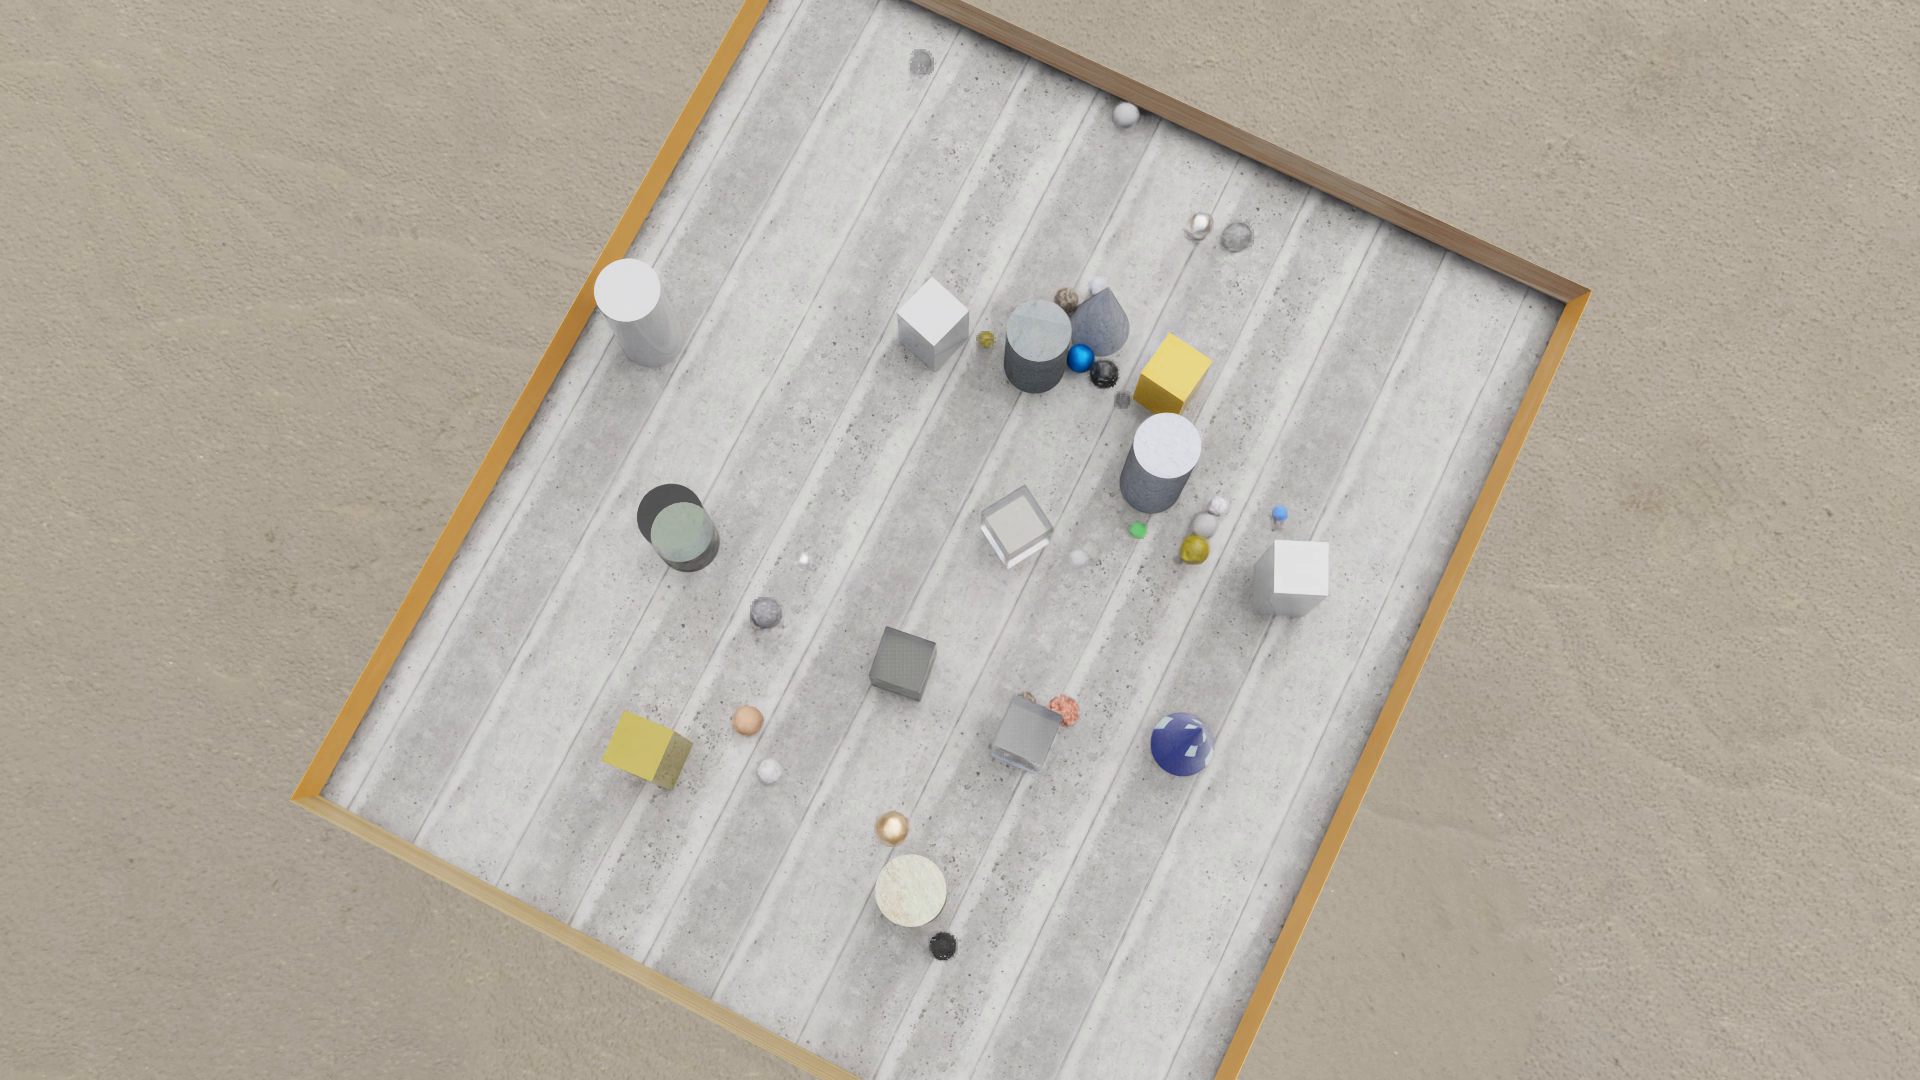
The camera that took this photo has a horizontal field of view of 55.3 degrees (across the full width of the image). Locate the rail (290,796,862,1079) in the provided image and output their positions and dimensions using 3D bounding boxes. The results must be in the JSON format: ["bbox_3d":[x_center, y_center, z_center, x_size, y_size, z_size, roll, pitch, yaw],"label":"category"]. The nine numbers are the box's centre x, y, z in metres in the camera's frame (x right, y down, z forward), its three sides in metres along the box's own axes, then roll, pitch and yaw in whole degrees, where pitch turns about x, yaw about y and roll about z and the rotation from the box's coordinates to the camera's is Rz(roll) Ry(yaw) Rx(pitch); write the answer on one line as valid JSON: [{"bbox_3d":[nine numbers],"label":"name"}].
[{"bbox_3d":[-0.692,1.362,5.270,2.792,0.125,0.045,26,80,5],"label":"rail"}]

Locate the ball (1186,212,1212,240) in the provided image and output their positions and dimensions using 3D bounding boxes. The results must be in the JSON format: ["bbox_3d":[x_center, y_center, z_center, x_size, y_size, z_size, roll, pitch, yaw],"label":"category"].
[{"bbox_3d":[0.755,-0.989,5.779,0.083,0.083,0.083,0,78,0],"label":"ball"}]

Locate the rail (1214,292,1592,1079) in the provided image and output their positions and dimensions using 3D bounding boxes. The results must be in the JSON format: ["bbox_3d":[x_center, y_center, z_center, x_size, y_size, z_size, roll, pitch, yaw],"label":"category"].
[{"bbox_3d":[1.228,0.608,5.426,0.045,0.125,3.141,26,80,5],"label":"rail"}]

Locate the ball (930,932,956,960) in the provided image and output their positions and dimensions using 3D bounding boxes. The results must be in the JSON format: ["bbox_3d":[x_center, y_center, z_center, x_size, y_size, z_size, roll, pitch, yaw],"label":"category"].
[{"bbox_3d":[-0.050,1.182,5.331,0.080,0.080,0.080,0,78,0],"label":"ball"}]

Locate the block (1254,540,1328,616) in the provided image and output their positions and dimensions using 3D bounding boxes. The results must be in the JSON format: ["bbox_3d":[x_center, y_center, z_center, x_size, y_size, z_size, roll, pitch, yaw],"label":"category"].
[{"bbox_3d":[0.973,0.116,5.403,0.154,0.372,0.154,3,78,1],"label":"block"}]

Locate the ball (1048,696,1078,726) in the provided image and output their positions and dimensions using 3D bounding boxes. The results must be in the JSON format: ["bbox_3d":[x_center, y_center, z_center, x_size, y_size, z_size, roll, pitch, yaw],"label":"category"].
[{"bbox_3d":[0.306,0.510,5.463,0.094,0.094,0.094,0,78,0],"label":"ball"}]

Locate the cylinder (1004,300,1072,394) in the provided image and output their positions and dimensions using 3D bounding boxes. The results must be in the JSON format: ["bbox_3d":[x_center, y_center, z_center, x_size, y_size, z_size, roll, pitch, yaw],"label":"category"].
[{"bbox_3d":[0.233,-0.584,5.566,0.192,0.335,0.192,0,78,0],"label":"cylinder"}]

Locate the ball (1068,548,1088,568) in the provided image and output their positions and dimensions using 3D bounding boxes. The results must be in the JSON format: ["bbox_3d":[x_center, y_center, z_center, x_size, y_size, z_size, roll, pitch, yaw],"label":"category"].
[{"bbox_3d":[0.361,0.053,5.576,0.059,0.059,0.059,0,78,0],"label":"ball"}]

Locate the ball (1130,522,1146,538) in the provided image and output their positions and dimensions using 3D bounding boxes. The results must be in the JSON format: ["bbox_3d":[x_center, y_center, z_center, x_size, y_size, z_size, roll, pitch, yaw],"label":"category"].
[{"bbox_3d":[0.542,-0.032,5.598,0.049,0.049,0.049,0,78,0],"label":"ball"}]

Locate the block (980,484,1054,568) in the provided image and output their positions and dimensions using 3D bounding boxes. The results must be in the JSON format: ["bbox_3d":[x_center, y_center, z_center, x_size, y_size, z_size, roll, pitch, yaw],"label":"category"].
[{"bbox_3d":[0.169,-0.038,5.505,0.154,0.235,0.154,-32,80,-6],"label":"block"}]

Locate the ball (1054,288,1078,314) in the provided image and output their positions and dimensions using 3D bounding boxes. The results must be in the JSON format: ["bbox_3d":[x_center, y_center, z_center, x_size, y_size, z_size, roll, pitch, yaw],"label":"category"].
[{"bbox_3d":[0.333,-0.749,5.732,0.077,0.077,0.077,0,78,0],"label":"ball"}]

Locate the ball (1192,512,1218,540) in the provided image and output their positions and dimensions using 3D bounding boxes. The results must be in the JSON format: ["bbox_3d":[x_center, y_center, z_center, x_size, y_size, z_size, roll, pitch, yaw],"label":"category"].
[{"bbox_3d":[0.746,-0.043,5.585,0.079,0.079,0.079,0,78,0],"label":"ball"}]

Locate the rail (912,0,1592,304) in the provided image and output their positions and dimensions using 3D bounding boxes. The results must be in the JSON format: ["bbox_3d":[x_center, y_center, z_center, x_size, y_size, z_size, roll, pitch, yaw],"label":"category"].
[{"bbox_3d":[0.692,-1.348,5.831,2.792,0.125,0.045,26,80,5],"label":"rail"}]

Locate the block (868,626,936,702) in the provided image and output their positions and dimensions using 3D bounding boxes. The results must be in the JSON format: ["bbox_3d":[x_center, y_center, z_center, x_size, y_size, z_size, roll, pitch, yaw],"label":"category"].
[{"bbox_3d":[-0.167,0.369,5.421,0.154,0.234,0.154,18,79,4],"label":"block"}]

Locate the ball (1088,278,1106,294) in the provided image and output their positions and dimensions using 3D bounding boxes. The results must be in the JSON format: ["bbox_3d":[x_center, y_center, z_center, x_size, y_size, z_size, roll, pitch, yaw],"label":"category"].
[{"bbox_3d":[0.429,-0.795,5.752,0.056,0.056,0.056,0,78,0],"label":"ball"}]

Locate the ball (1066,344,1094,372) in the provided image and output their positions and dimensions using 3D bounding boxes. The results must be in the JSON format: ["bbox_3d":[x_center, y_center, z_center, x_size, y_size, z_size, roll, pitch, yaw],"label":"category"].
[{"bbox_3d":[0.374,-0.564,5.688,0.089,0.089,0.089,0,78,0],"label":"ball"}]

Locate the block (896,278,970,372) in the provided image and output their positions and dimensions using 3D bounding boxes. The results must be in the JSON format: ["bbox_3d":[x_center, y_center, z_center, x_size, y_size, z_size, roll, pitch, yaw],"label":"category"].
[{"bbox_3d":[-0.081,-0.657,5.615,0.154,0.268,0.154,43,81,8],"label":"block"}]

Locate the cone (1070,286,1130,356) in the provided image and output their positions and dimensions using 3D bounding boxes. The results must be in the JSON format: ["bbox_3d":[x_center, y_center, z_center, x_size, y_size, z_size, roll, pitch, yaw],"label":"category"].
[{"bbox_3d":[0.437,-0.706,5.567,0.192,0.384,0.192,0,78,0],"label":"cone"}]

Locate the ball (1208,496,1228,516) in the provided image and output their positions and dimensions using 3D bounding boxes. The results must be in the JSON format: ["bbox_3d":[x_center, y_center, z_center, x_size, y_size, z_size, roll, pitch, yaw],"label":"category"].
[{"bbox_3d":[0.791,-0.103,5.608,0.059,0.059,0.059,0,78,0],"label":"ball"}]

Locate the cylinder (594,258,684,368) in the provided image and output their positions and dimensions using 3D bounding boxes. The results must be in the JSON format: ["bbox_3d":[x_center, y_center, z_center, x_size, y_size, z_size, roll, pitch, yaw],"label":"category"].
[{"bbox_3d":[-0.964,-0.679,5.528,0.192,0.448,0.192,0,78,0],"label":"cylinder"}]

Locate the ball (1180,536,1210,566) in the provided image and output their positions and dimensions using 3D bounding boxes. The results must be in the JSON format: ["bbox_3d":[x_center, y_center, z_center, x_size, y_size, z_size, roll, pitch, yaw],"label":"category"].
[{"bbox_3d":[0.713,0.032,5.564,0.090,0.090,0.090,0,78,0],"label":"ball"}]

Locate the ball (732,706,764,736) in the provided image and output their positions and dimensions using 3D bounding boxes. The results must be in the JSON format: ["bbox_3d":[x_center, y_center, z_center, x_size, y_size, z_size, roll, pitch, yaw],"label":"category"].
[{"bbox_3d":[-0.631,0.538,5.459,0.090,0.090,0.090,0,78,0],"label":"ball"}]

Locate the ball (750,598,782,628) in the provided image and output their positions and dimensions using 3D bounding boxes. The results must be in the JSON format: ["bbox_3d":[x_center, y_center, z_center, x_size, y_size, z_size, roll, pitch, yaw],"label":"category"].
[{"bbox_3d":[-0.584,0.222,5.523,0.093,0.093,0.093,0,78,0],"label":"ball"}]

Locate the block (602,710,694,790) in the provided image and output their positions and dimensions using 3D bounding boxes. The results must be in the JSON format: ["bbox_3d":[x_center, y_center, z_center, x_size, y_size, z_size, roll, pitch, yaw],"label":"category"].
[{"bbox_3d":[-0.899,0.612,5.298,0.154,0.376,0.154,22,79,4],"label":"block"}]

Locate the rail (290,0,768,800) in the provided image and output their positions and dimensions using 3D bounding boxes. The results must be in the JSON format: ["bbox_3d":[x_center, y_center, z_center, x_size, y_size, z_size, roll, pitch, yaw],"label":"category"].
[{"bbox_3d":[-1.228,-0.594,5.675,0.045,0.125,3.141,26,80,5],"label":"rail"}]

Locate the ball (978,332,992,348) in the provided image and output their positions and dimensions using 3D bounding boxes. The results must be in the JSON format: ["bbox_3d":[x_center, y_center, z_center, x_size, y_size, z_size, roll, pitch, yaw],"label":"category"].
[{"bbox_3d":[0.080,-0.624,5.722,0.046,0.046,0.046,0,78,0],"label":"ball"}]

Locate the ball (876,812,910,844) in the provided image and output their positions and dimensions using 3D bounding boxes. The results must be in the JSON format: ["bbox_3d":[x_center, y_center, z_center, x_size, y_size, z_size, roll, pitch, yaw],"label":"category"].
[{"bbox_3d":[-0.197,0.847,5.392,0.096,0.096,0.096,0,78,0],"label":"ball"}]

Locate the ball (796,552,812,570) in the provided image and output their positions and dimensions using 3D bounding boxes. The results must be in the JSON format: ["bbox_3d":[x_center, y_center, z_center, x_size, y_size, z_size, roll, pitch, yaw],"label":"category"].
[{"bbox_3d":[-0.475,0.063,5.577,0.052,0.052,0.052,0,78,0],"label":"ball"}]

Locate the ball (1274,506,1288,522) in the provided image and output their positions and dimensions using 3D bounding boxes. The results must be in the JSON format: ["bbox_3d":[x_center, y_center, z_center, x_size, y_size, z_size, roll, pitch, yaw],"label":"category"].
[{"bbox_3d":[0.982,-0.081,5.610,0.046,0.046,0.046,0,78,0],"label":"ball"}]

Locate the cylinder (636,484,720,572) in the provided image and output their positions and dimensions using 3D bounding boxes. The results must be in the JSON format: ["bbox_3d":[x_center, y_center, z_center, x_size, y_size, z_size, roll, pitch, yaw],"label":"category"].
[{"bbox_3d":[-0.831,-0.032,5.436,0.192,0.366,0.192,0,78,0],"label":"cylinder"}]

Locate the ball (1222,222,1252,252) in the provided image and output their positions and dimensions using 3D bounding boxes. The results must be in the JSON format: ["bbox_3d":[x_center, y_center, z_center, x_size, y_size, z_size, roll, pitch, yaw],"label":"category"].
[{"bbox_3d":[0.872,-0.954,5.766,0.095,0.095,0.095,0,78,0],"label":"ball"}]

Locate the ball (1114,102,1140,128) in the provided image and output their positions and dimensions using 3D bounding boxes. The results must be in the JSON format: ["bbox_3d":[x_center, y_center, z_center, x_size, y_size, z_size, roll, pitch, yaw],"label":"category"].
[{"bbox_3d":[0.533,-1.358,5.856,0.081,0.081,0.081,0,78,0],"label":"ball"}]

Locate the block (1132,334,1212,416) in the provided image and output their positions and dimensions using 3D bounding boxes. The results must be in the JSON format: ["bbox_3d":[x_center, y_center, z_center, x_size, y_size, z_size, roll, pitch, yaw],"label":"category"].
[{"bbox_3d":[0.644,-0.486,5.576,0.154,0.276,0.154,35,80,7],"label":"block"}]

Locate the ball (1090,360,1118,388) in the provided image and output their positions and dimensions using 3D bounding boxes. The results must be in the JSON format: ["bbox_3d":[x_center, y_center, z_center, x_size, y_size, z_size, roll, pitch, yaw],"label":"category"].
[{"bbox_3d":[0.447,-0.513,5.677,0.090,0.090,0.090,0,78,0],"label":"ball"}]

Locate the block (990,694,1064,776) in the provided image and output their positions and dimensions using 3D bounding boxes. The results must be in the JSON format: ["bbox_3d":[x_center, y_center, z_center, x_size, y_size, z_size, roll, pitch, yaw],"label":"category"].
[{"bbox_3d":[0.192,0.569,5.321,0.154,0.348,0.154,23,79,5],"label":"block"}]

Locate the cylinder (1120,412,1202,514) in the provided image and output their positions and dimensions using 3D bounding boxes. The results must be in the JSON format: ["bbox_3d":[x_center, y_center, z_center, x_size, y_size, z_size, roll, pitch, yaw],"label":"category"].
[{"bbox_3d":[0.588,-0.222,5.426,0.192,0.463,0.192,0,78,0],"label":"cylinder"}]

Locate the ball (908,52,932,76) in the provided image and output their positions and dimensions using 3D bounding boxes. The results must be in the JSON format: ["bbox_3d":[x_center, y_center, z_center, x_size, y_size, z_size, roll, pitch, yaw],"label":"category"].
[{"bbox_3d":[-0.127,-1.534,5.895,0.075,0.075,0.075,0,78,0],"label":"ball"}]

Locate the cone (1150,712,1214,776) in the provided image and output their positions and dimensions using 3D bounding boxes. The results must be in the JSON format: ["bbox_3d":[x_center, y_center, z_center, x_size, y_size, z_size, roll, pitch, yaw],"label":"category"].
[{"bbox_3d":[0.666,0.565,5.265,0.192,0.459,0.192,0,78,0],"label":"cone"}]

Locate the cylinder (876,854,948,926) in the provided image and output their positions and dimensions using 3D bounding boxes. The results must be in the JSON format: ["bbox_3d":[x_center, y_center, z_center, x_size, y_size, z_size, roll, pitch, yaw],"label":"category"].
[{"bbox_3d":[-0.133,0.993,5.173,0.192,0.465,0.192,0,78,0],"label":"cylinder"}]

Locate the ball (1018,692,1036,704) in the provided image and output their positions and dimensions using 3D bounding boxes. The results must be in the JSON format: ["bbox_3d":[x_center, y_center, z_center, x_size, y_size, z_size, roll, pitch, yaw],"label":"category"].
[{"bbox_3d":[0.197,0.484,5.486,0.060,0.060,0.060,0,78,0],"label":"ball"}]

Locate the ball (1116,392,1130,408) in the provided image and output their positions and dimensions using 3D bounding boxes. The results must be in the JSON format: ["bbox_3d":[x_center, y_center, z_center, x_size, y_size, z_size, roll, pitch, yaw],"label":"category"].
[{"bbox_3d":[0.505,-0.433,5.682,0.048,0.048,0.048,0,78,0],"label":"ball"}]

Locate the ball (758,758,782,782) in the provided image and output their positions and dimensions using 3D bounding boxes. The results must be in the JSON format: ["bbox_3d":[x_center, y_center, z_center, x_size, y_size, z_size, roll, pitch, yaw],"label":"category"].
[{"bbox_3d":[-0.565,0.684,5.439,0.070,0.070,0.070,0,78,0],"label":"ball"}]
